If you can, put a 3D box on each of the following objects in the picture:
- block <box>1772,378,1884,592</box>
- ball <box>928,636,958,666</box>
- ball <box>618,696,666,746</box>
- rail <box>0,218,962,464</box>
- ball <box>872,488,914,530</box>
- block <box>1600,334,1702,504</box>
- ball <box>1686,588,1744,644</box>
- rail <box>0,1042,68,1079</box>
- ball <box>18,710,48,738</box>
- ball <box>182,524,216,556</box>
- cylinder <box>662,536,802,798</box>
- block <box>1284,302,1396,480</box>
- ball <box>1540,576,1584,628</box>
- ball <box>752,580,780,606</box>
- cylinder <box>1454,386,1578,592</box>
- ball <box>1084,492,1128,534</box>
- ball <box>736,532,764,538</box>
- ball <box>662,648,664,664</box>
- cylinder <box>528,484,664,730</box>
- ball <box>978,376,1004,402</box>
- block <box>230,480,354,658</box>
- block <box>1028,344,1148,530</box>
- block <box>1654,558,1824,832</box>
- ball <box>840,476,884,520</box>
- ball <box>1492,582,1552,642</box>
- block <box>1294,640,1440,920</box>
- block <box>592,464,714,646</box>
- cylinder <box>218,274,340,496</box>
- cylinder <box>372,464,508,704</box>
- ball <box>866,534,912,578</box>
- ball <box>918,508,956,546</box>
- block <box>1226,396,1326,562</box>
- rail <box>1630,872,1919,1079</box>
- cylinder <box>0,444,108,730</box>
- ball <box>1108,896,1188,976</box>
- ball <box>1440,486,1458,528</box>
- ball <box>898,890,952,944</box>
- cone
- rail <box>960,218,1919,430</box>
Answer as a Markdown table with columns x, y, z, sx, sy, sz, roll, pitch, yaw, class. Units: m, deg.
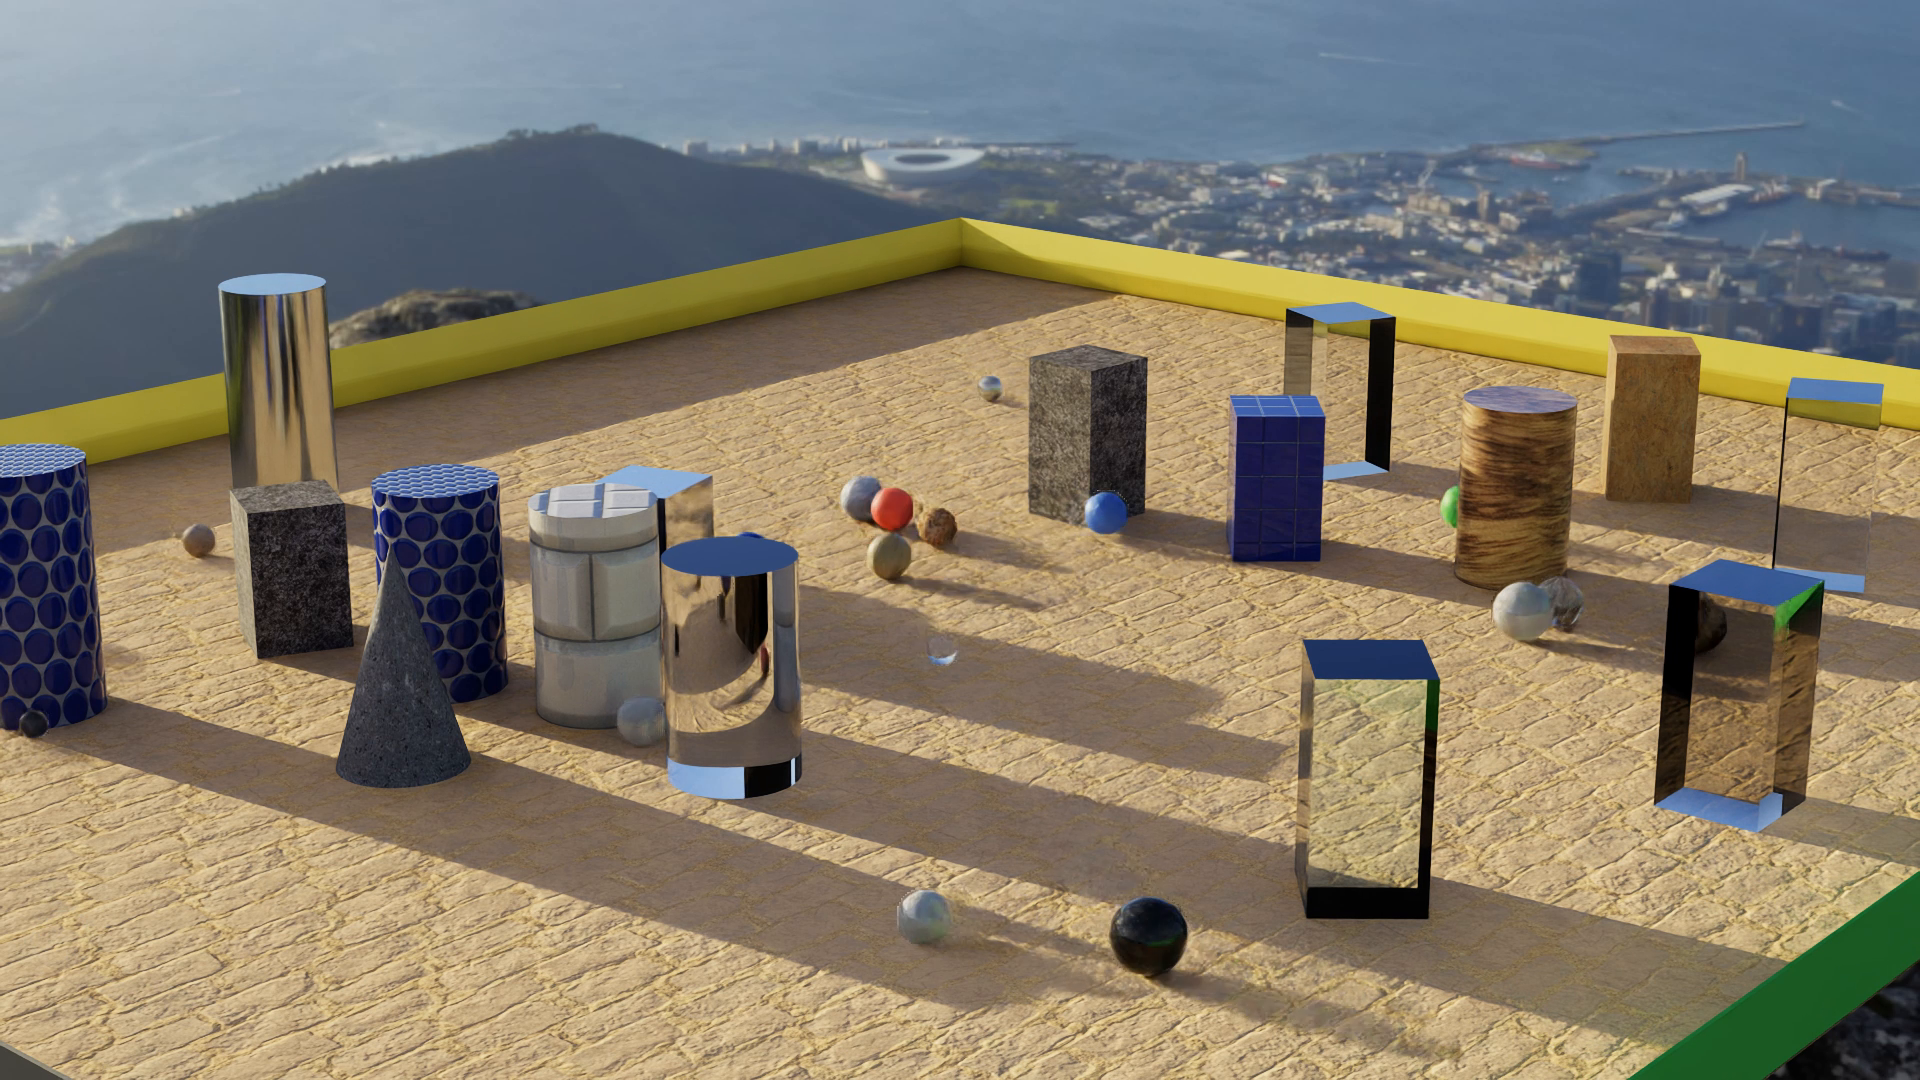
| x | y | z | sx | sy | sz | roll | pitch | yaw | class |
| --- | --- | --- | --- | --- | --- | --- | --- | --- | --- |
| 1.536 | -0.099 | 5.193 | 0.158 | 0.340 | 0.158 | 6 | 18 | 18 | block |
| -0.029 | 0.179 | 4.773 | 0.049 | 0.049 | 0.049 | 0 | 17 | 0 | ball |
| -0.477 | 0.273 | 4.418 | 0.075 | 0.075 | 0.075 | 0 | 17 | 0 | ball |
| -1.419 | -0.323 | 6.299 | 0.045 | 0.129 | 4.385 | 14 | 22 | 39 | rail |
| -0.127 | -0.059 | 5.508 | 0.081 | 0.081 | 0.081 | 0 | 17 | 0 | ball |
| 1.348 | -0.237 | 5.730 | 0.158 | 0.295 | 0.158 | 2 | 17 | 7 | block |
| 1.255 | 0.125 | 4.875 | 0.094 | 0.094 | 0.094 | 0 | 17 | 0 | ball |
| -1.422 | 0.505 | 3.552 | 3.806 | 0.129 | 0.045 | 14 | 22 | 39 | rail |
| -1.407 | 0.279 | 4.452 | 0.043 | 0.043 | 0.043 | 0 | 17 | 0 | ball |
| -1.388 | 0.001 | 5.348 | 0.060 | 0.060 | 0.060 | 0 | 17 | 0 | ball |
| -0.331 | 0.184 | 4.264 | 0.198 | 0.335 | 0.198 | 0 | 17 | 0 | cylinder |
| 0.760 | -0.302 | 5.901 | 0.158 | 0.319 | 0.158 | -8 | 18 | -24 | block |
| 1.012 | 0.105 | 4.957 | 0.086 | 0.086 | 0.086 | 0 | 17 | 0 | ball |
| -0.336 | 0.091 | 5.067 | 0.048 | 0.048 | 0.048 | 0 | 17 | 0 | ball |
| 0.984 | -0.092 | 5.194 | 0.198 | 0.325 | 0.198 | 0 | 17 | 0 | cylinder |
| 0.271 | -0.050 | 5.455 | 0.080 | 0.080 | 0.080 | 0 | 17 | 0 | ball |
| -0.375 | 0.030 | 5.195 | 0.091 | 0.091 | 0.091 | 0 | 17 | 0 | ball |
| -0.502 | 0.187 | 4.746 | 0.050 | 0.050 | 0.050 | 0 | 17 | 0 | ball |
| -0.562 | 0.101 | 4.536 | 0.198 | 0.337 | 0.198 | 0 | 17 | 0 | cylinder |
| 0.067 | -0.334 | 6.462 | 0.057 | 0.057 | 0.057 | 0 | 17 | 0 | ball |
| -1.110 | 0.046 | 4.871 | 0.158 | 0.248 | 0.158 | -7 | 18 | -22 | block |
| 0.243 | -0.199 | 5.582 | 0.158 | 0.306 | 0.158 | 16 | 23 | 43 | block |
| 1.103 | 0.218 | 4.154 | 0.158 | 0.332 | 0.158 | 13 | 21 | 38 | block |
| -0.185 | -0.079 | 5.569 | 0.085 | 0.085 | 0.085 | 0 | 17 | 0 | ball |
| 0.938 | 0.119 | 4.886 | 0.099 | 0.099 | 0.099 | 0 | 17 | 0 | ball |
| 0.531 | 0.312 | 3.844 | 0.158 | 0.330 | 0.158 | 0 | 17 | 1 | block |
| -0.521 | 0.024 | 4.931 | 0.158 | 0.255 | 0.158 | 8 | 18 | 24 | block |
| -1.294 | -0.269 | 5.578 | 0.198 | 0.444 | 0.198 | 0 | 17 | 0 | cylinder |
| -0.822 | 0.068 | 4.642 | 0.198 | 0.337 | 0.198 | 0 | 17 | 0 | cylinder |
| -0.126 | 0.028 | 5.219 | 0.081 | 0.081 | 0.081 | 0 | 17 | 0 | ball |
| -0.042 | -0.024 | 5.409 | 0.072 | 0.072 | 0.072 | 0 | 17 | 0 | ball |
| 0.575 | -0.114 | 5.361 | 0.158 | 0.271 | 0.158 | 0 | 17 | 0 | block |
| 1.419 | 0.388 | 3.940 | 0.045 | 0.129 | 4.385 | 14 | 22 | 39 | rail |
| -1.434 | 0.070 | 4.524 | 0.198 | 0.401 | 0.198 | 0 | 17 | 0 | cylinder |
| 0.235 | 0.493 | 3.647 | 0.099 | 0.099 | 0.099 | 0 | 17 | 0 | ball |
| 0.946 | -0.061 | 5.509 | 0.085 | 0.085 | 0.085 | 0 | 17 | 0 | ball |
| -0.044 | 0.481 | 3.740 | 0.068 | 0.068 | 0.068 | 0 | 17 | 0 | ball |
| -0.826 | 0.167 | 4.302 | 0.198 | 0.345 | 0.198 | 0 | 17 | 0 | cone |
| 1.422 | -0.440 | 6.688 | 3.806 | 0.129 | 0.045 | 14 | 22 | 39 | rail |
